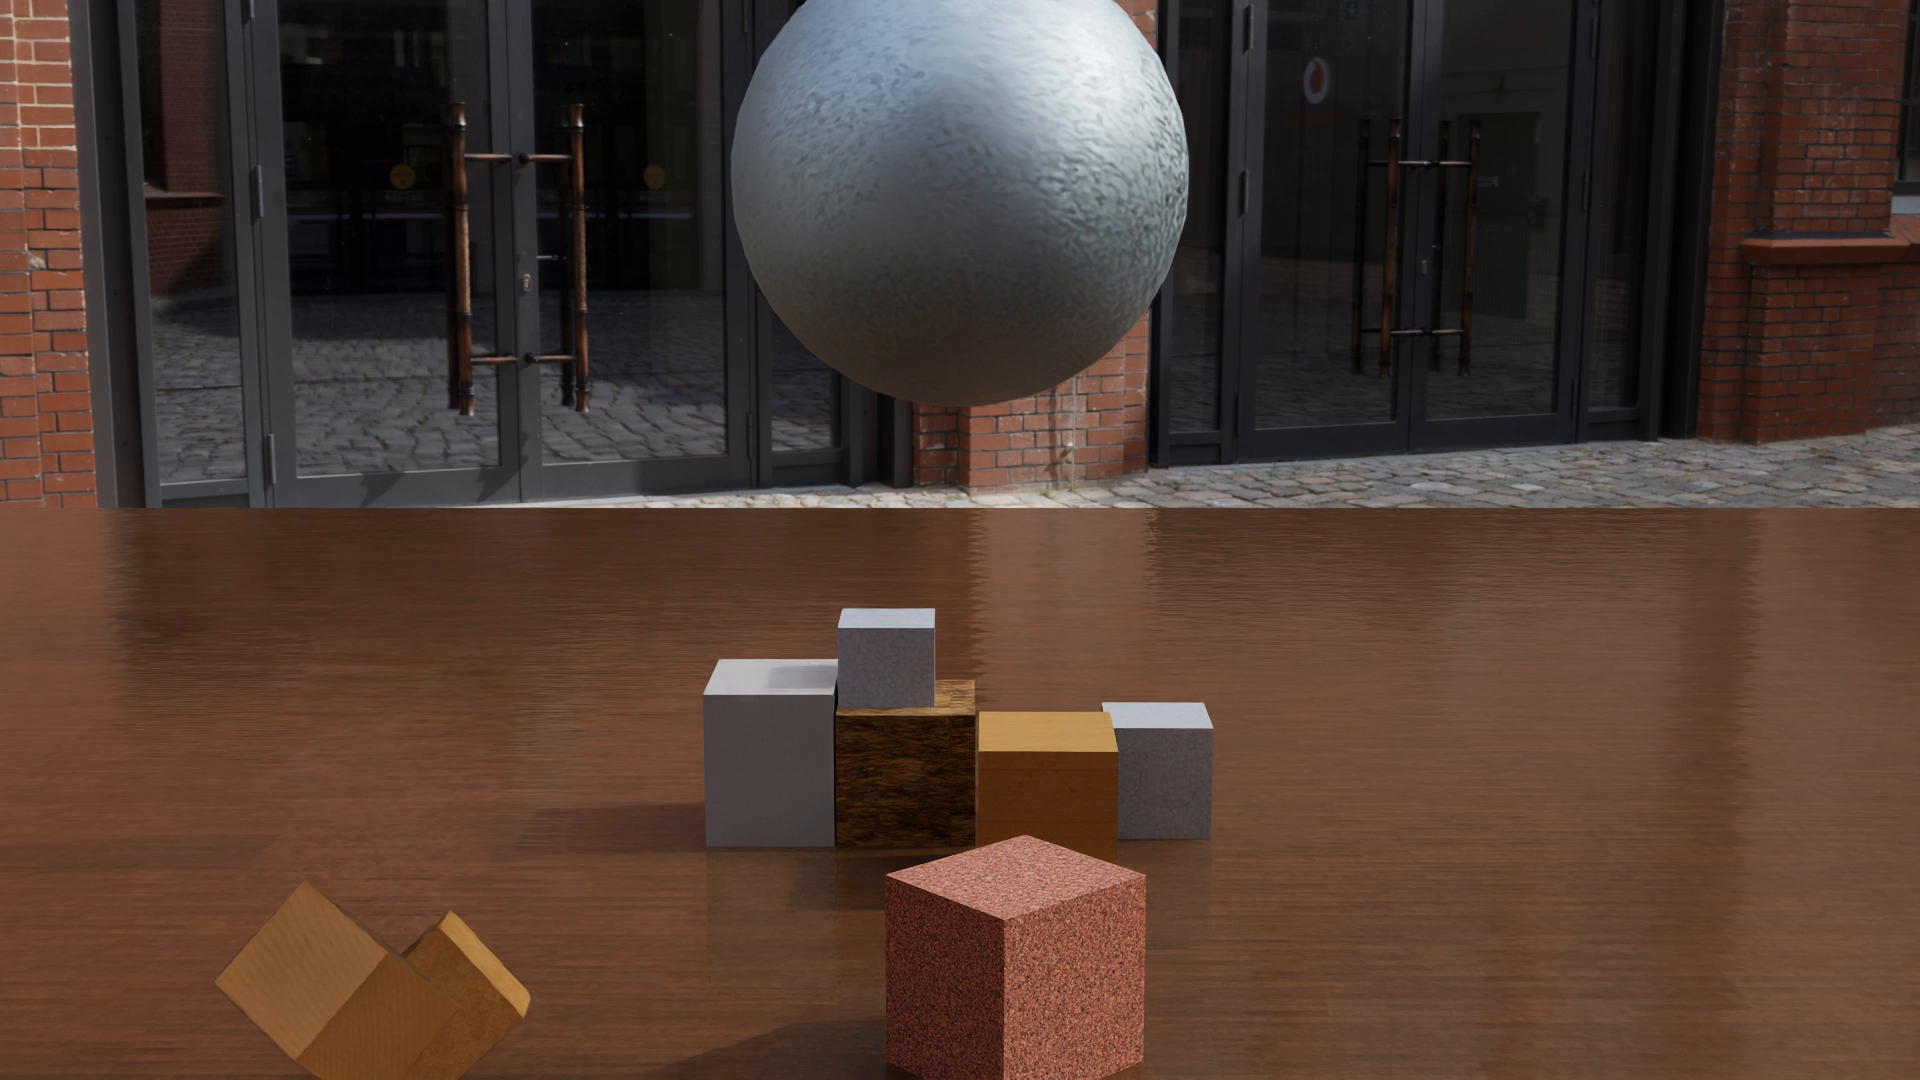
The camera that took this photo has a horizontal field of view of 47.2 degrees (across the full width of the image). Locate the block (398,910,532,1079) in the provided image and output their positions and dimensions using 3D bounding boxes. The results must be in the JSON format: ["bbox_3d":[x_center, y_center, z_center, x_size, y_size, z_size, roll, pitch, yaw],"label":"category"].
[{"bbox_3d":[-1.921,1.716,8.048,0.497,0.446,0.465,-42,4,-7],"label":"block"}]

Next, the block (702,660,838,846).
[{"bbox_3d":[-0.955,1.088,11.375,0.647,0.789,0.761,0,10,0],"label":"block"}]

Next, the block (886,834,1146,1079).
[{"bbox_3d":[0.211,1.643,8.425,0.735,0.753,0.665,-9,14,-41],"label":"block"}]

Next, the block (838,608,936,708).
[{"bbox_3d":[-0.373,0.602,11.307,0.485,0.410,0.461,0,10,0],"label":"block"}]

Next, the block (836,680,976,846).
[{"bbox_3d":[-0.272,1.143,11.382,0.698,0.679,0.739,0,10,0],"label":"block"}]

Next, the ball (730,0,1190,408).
[{"bbox_3d":[0.000,-1.266,7.683,1.600,1.600,1.600,0,10,0],"label":"ball"}]

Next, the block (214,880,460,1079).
[{"bbox_3d":[-1.918,1.403,6.782,0.458,0.400,0.418,28,-19,36],"label":"block"}]

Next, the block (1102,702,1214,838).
[{"bbox_3d":[1.013,1.189,11.402,0.537,0.580,0.513,0,10,1],"label":"block"}]

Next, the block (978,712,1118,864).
[{"bbox_3d":[0.412,1.269,10.555,0.644,0.727,0.715,0,10,1],"label":"block"}]
